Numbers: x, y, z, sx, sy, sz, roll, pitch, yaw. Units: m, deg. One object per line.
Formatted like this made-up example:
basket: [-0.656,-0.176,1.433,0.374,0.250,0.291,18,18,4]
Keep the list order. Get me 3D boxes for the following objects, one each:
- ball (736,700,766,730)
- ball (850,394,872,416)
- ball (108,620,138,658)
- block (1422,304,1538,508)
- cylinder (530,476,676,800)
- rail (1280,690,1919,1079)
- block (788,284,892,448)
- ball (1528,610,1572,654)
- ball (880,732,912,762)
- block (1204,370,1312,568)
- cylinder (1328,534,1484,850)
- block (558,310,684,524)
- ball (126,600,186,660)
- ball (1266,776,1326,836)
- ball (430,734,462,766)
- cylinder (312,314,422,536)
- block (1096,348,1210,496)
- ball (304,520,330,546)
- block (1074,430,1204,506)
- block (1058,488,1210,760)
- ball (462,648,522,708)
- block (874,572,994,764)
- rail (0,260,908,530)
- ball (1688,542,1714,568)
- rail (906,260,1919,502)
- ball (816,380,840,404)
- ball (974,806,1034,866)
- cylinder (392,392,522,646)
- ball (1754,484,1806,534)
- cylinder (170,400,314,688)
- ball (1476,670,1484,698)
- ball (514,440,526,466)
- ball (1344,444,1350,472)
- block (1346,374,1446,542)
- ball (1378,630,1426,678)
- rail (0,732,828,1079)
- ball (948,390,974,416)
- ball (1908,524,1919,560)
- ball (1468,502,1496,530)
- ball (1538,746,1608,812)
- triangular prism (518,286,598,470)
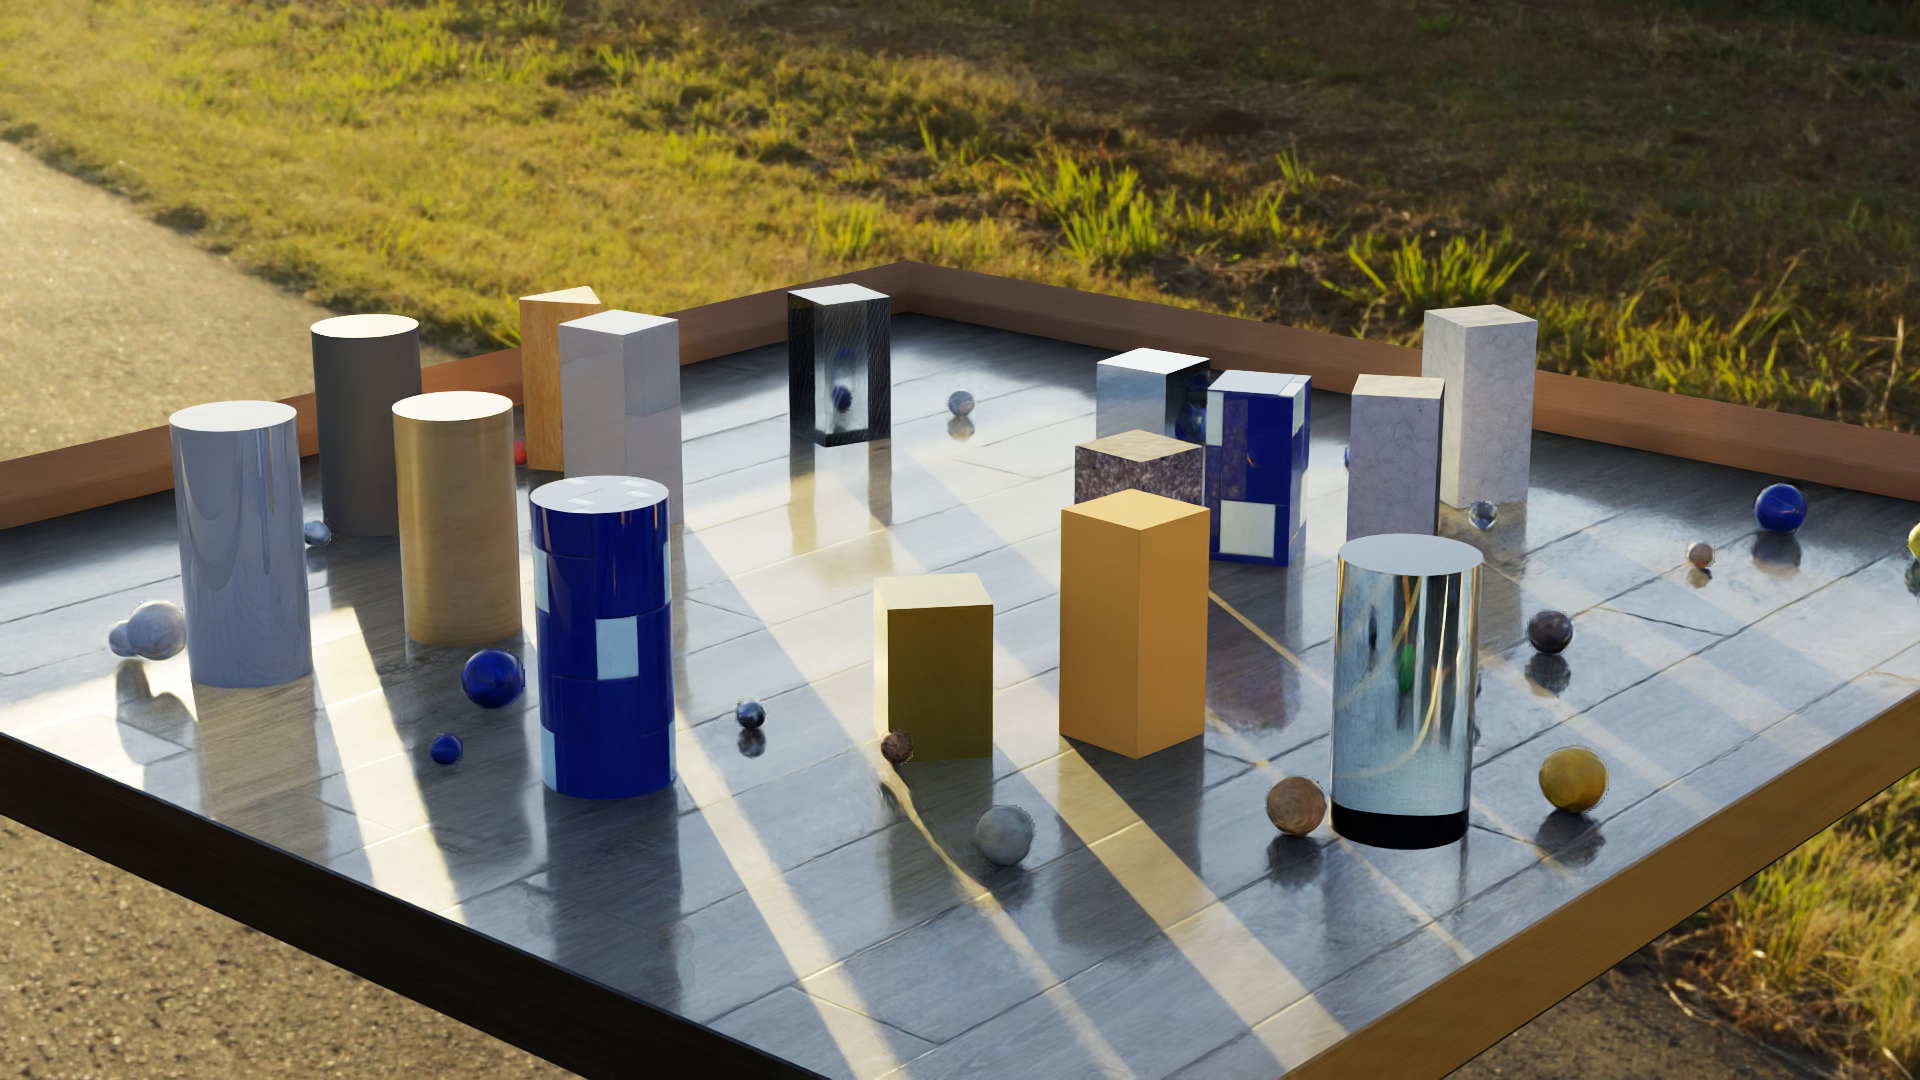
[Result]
ball: [-0.319,0.267,4.487,0.045,0.045,0.045,0,17,0]
ball: [-0.213,-0.290,6.302,0.046,0.046,0.046,0,17,0]
ball: [-1.362,0.162,4.798,0.062,0.062,0.062,0,17,0]
block: [1.003,-0.261,5.697,0.157,0.357,0.157,-6,18,-20]
cylinder: [-0.514,0.139,4.246,0.197,0.429,0.197,0,17,0]
rail: [1.207,0.334,4.117,0.045,0.128,3.330,14,22,39]
block: [-0.253,-0.367,6.144,0.157,0.303,0.157,-10,19,-30]
ball: [0.971,0.151,4.823,0.073,0.073,0.073,0,17,0]
ball: [-0.094,0.305,4.318,0.046,0.046,0.046,0,17,0]
block: [0.541,-0.132,5.338,0.157,0.318,0.157,5,18,17]
cylinder: [0.617,0.209,4.073,0.197,0.396,0.197,0,17,0]
block: [-0.635,-0.220,5.508,0.157,0.388,0.157,11,20,33]
ball: [-1.297,0.146,4.743,0.098,0.098,0.098,0,17,0]
ball: [0.468,0.370,4.080,0.083,0.083,0.083,0,17,0]
ball: [-0.761,0.310,4.341,0.046,0.046,0.046,0,17,0]
cylinder: [-1.107,-0.217,5.511,0.197,0.380,0.197,0,17,0]
block: [0.373,-0.215,5.689,0.157,0.274,0.157,12,21,35]
ball: [-1.189,-0.013,5.408,0.050,0.050,0.050,0,17,0]
block: [0.311,-0.039,5.128,0.157,0.261,0.157,-15,23,-41]
block: [0.262,0.124,4.422,0.157,0.356,0.157,16,23,42]
ball: [-0.729,0.216,4.570,0.095,0.095,0.095,0,17,0]
block: [-0.041,0.190,4.404,0.157,0.240,0.157,-3,17,-9]
rail: [-1.207,-0.270,6.123,0.045,0.128,3.330,14,22,39]
ball: [1.335,0.026,5.286,0.046,0.046,0.046,0,17,0]
rail: [1.076,-0.326,6.307,3.243,0.128,0.045,14,22,39]
ball: [-0.290,-0.323,6.432,0.053,0.053,0.053,0,17,0]
ball: [0.060,0.401,3.980,0.081,0.081,0.081,0,17,0]
cylinder: [-0.839,-0.037,4.901,0.197,0.387,0.197,0,17,0]
ball: [1.536,-0.060,5.487,0.093,0.093,0.093,0,17,0]
cylinder: [-1.150,0.006,4.700,0.197,0.423,0.197,0,17,0]
ball: [0.781,0.223,4.584,0.073,0.073,0.073,0,17,0]
ball: [-0.899,-0.177,5.947,0.052,0.052,0.052,0,17,0]
ball: [0.807,-0.161,5.833,0.088,0.088,0.088,0,17,0]
block: [0.800,-0.136,5.384,0.157,0.300,0.157,4,17,12]
ball: [0.710,0.184,4.706,0.077,0.077,0.077,0,17,0]
rail: [-1.076,0.390,3.933,3.243,0.128,0.045,14,22,39]
ball: [0.002,-0.296,6.329,0.060,0.060,0.060,0,17,0]
ball: [1.757,0.003,5.313,0.074,0.074,0.074,0,17,0]
ball: [0.983,-0.046,5.514,0.051,0.051,0.051,0,17,0]
ball: [0.870,0.339,4.162,0.095,0.095,0.095,0,17,0]
triangular prism: [-0.776,-0.327,5.930,0.170,0.349,0.147,5,17,15]
